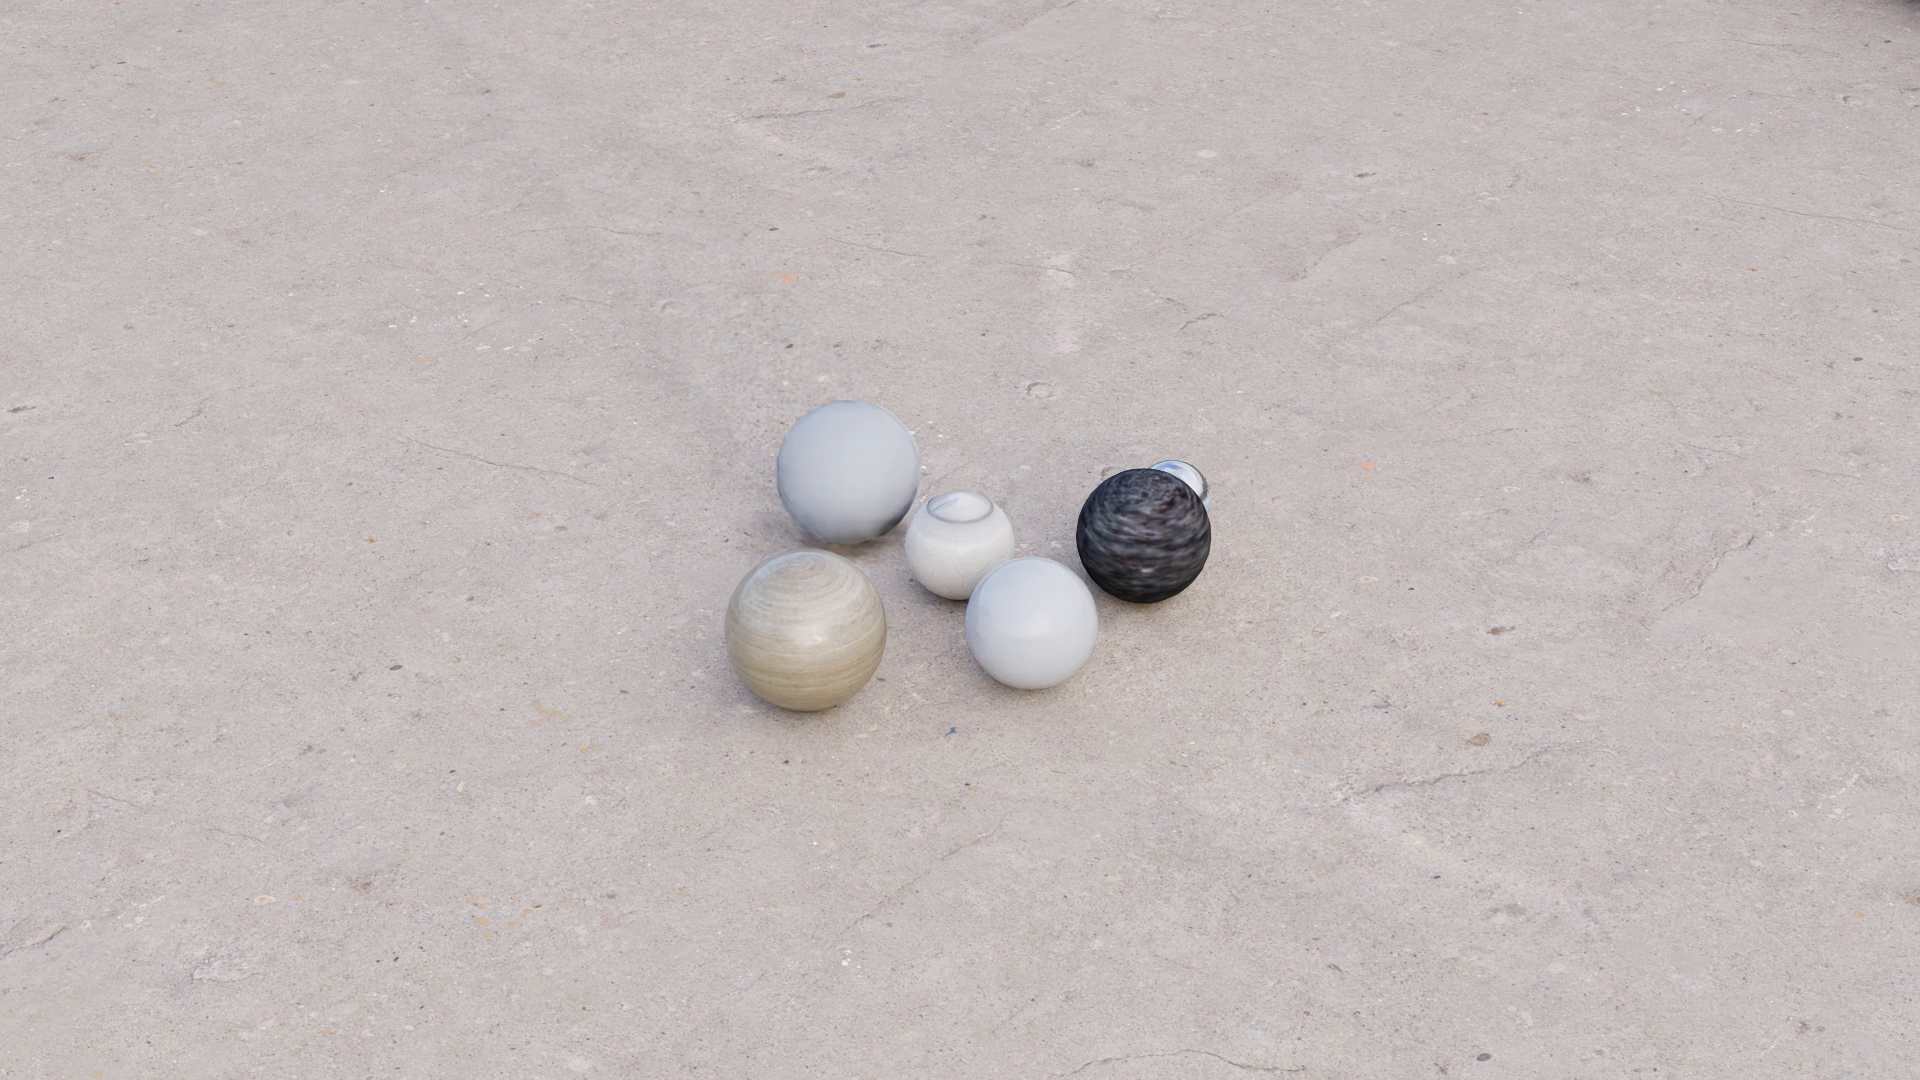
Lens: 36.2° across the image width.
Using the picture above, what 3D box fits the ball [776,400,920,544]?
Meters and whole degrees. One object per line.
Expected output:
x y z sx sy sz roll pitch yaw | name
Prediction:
-0.067 -0.040 1.764 0.086 0.086 0.086 0 31 0 | ball

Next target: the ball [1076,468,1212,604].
0.107 -0.002 1.707 0.079 0.079 0.079 0 31 0 | ball

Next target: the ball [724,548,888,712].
-0.084 0.049 1.609 0.089 0.089 0.089 0 31 0 | ball

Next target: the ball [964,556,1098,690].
0.040 0.046 1.629 0.074 0.074 0.074 0 31 0 | ball

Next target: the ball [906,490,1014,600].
0.000 0.003 1.712 0.064 0.064 0.064 0 31 0 | ball

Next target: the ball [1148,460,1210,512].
0.128 -0.026 1.778 0.046 0.046 0.046 0 31 0 | ball
